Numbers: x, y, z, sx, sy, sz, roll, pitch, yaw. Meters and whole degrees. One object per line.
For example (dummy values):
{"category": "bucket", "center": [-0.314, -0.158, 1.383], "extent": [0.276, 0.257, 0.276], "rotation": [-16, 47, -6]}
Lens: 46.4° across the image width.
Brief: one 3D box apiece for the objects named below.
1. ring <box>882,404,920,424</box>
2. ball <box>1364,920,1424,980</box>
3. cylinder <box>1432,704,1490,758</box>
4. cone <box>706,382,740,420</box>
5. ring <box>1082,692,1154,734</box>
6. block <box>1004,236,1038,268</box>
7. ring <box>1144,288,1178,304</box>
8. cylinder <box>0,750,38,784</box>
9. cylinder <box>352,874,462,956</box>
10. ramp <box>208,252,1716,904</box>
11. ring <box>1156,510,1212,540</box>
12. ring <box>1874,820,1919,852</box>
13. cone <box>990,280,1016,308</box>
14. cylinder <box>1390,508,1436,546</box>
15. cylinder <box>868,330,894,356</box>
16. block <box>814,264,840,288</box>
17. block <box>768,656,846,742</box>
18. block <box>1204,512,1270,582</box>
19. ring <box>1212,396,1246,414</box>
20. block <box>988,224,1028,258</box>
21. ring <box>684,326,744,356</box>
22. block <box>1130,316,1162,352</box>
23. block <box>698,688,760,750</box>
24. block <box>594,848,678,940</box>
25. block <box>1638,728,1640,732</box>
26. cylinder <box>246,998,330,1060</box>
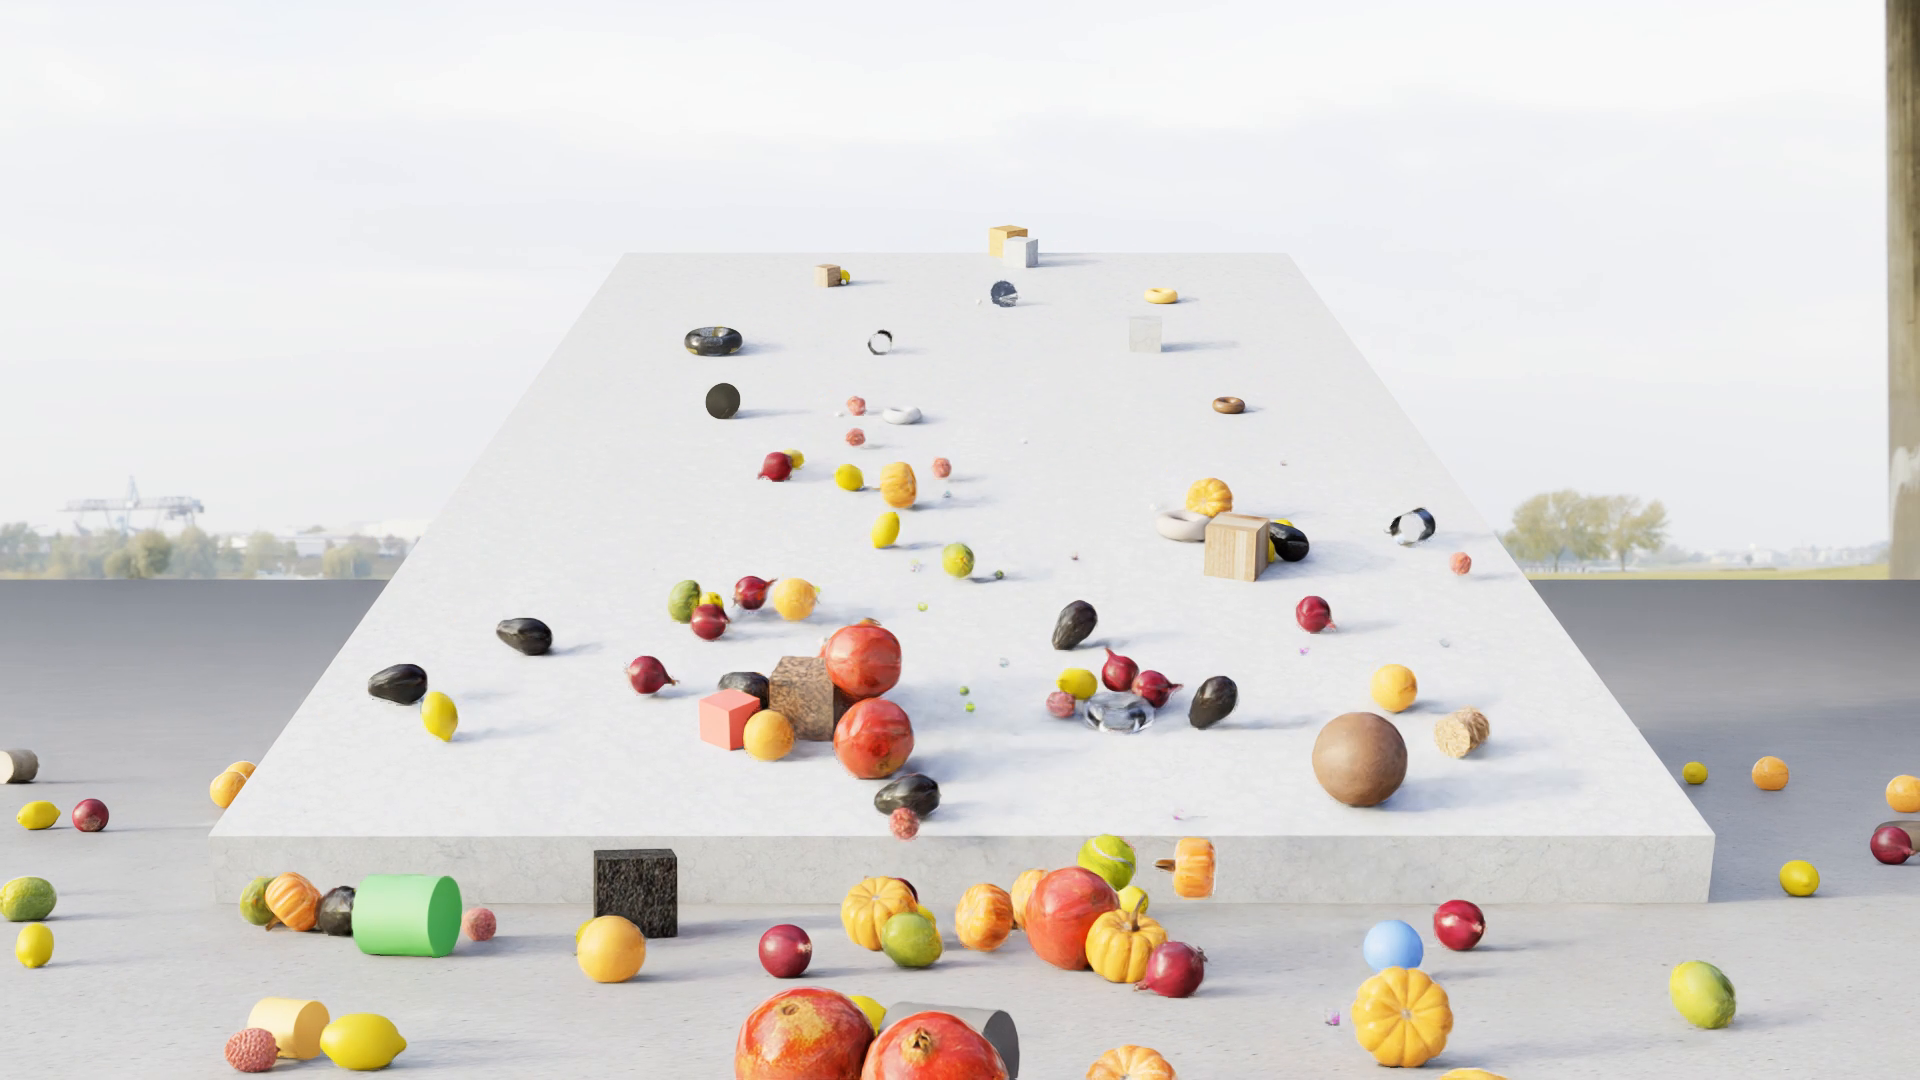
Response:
{"category": "ring", "center": [-0.128, -0.277, 4.944], "extent": [0.086, 0.029, 0.086], "rotation": [-1, 19, 0]}
{"category": "ball", "center": [0.472, 0.446, 2.443], "extent": [0.065, 0.065, 0.065], "rotation": [0, -1, 0]}
{"category": "cylinder", "center": [0.723, 0.276, 3.232], "extent": [0.059, 0.059, 0.059], "rotation": [-30, 18, -37]}
{"category": "cone", "center": [-0.515, -0.301, 5.002], "extent": [0.083, 0.083, 0.083], "rotation": [0, -9, 14]}
{"category": "ring", "center": [0.235, 0.256, 3.329], "extent": [0.108, 0.036, 0.108], "rotation": [1, 18, 0]}
{"category": "block", "center": [0.178, -0.845, 6.582], "extent": [0.075, 0.075, 0.075], "rotation": [11, 21, 29]}
{"category": "ring", "center": [0.549, -0.667, 6.118], "extent": [0.092, 0.031, 0.092], "rotation": [1, 20, 0]}
{"category": "cylinder", "center": [-1.999, 0.478, 4.739], "extent": [0.069, 0.069, 0.069], "rotation": [0, -1, 24]}
{"category": "cylinder", "center": [-0.641, 0.435, 2.602], "extent": [0.093, 0.093, 0.093], "rotation": [0, -1, 12]}
{"category": "ramp", "center": [-0.004, -0.191, 4.888], "extent": [2.000, 0.100, 4.000], "rotation": [0, 18, 0]}
{"category": "ring", "center": [0.421, -0.026, 4.177], "extent": [0.112, 0.037, 0.112], "rotation": [3, 16, -1]}
{"category": "ring", "center": [1.533, 0.476, 3.603], "extent": [0.121, 0.040, 0.121], "rotation": [-1, 0, 0]}
{"category": "cone", "center": [0.106, -0.657, 6.080], "extent": [0.076, 0.076, 0.076], "rotation": [0, -9, -17]}
{"category": "cylinder", "center": [0.835, -0.023, 4.132], "extent": [0.060, 0.060, 0.060], "rotation": [-1, 13, 43]}
{"category": "cylinder", "center": [-0.195, -0.487, 5.537], "extent": [0.054, 0.054, 0.054], "rotation": [0, 18, 11]}
{"category": "block", "center": [-0.374, -0.744, 6.310], "extent": [0.054, 0.054, 0.054], "rotation": [16, 24, 39]}
{"category": "block", "center": [-0.224, 0.233, 3.303], "extent": [0.094, 0.094, 0.094], "rotation": [3, 19, 8]}
{"category": "block", "center": [0.492, 0.012, 3.977], "extent": [0.091, 0.091, 0.091], "rotation": [8, 20, 22]}
{"category": "ring", "center": [0.603, -0.302, 5.029], "extent": [0.075, 0.025, 0.075], "rotation": [0, 20, 0]}
{"category": "block", "center": [0.145, -0.892, 6.713], "extent": [0.082, 0.082, 0.082], "rotation": [-14, 23, -36]}
{"category": "ring", "center": [-0.611, -0.493, 5.560], "extent": [0.147, 0.049, 0.147], "rotation": [0, 20, 0]}
{"category": "block", "center": [0.462, -0.513, 5.582], "extent": [0.077, 0.077, 0.077], "rotation": [1, 18, 3]}
{"category": "block", "center": [-0.336, 0.261, 3.268], "extent": [0.062, 0.062, 0.062], "rotation": [15, 23, 38]}
{"category": "block", "center": [-0.401, 0.435, 2.762], "extent": [0.097, 0.097, 0.097], "rotation": [0, -1, -12]}
{"category": "block", "center": [1.480, 0.471, 5.052], "extent": [0.092, 0.092, 0.092], "rotation": [0, -1, 25]}
{"category": "cylinder", "center": [-0.614, 0.447, 2.053], "extent": [0.052, 0.052, 0.052], "rotation": [0, -1, 24]}
